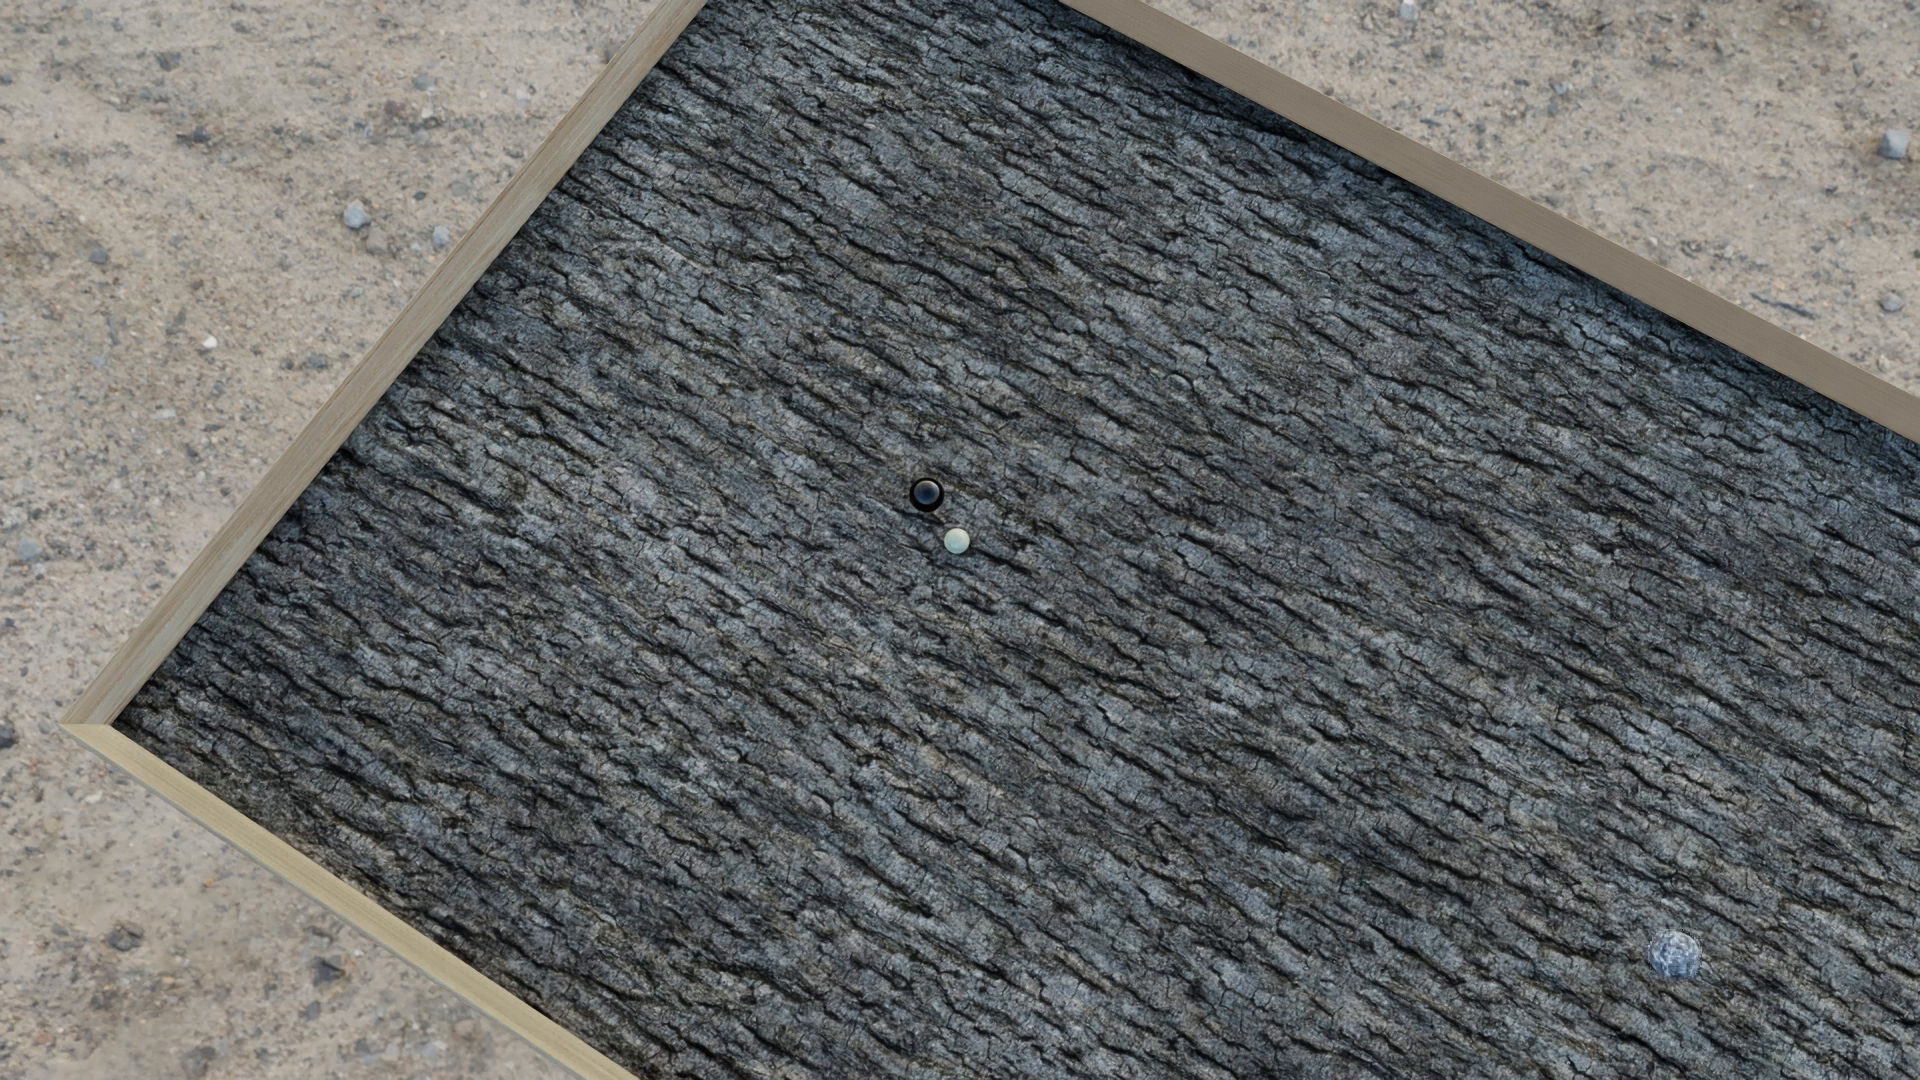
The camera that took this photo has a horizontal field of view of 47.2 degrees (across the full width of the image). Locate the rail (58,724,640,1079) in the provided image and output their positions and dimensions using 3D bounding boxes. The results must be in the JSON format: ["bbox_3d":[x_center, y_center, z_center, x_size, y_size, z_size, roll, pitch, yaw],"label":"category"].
[{"bbox_3d":[0.297,1.244,2.972,3.922,0.093,0.045,30,70,12],"label":"rail"}]

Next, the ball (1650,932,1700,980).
[{"bbox_3d":[1.058,0.615,3.254,0.071,0.071,0.071,0,67,0],"label":"ball"}]

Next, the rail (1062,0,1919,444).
[{"bbox_3d":[1.359,-0.297,3.632,3.922,0.093,0.045,30,70,12],"label":"rail"}]

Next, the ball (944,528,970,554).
[{"bbox_3d":[-0.005,0.002,3.533,0.041,0.041,0.041,0,67,0],"label":"ball"}]

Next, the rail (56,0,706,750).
[{"bbox_3d":[-0.808,-0.480,3.710,0.045,0.093,2.033,30,70,12],"label":"rail"}]

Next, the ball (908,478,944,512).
[{"bbox_3d":[-0.054,-0.073,3.555,0.058,0.058,0.058,0,67,0],"label":"ball"}]
